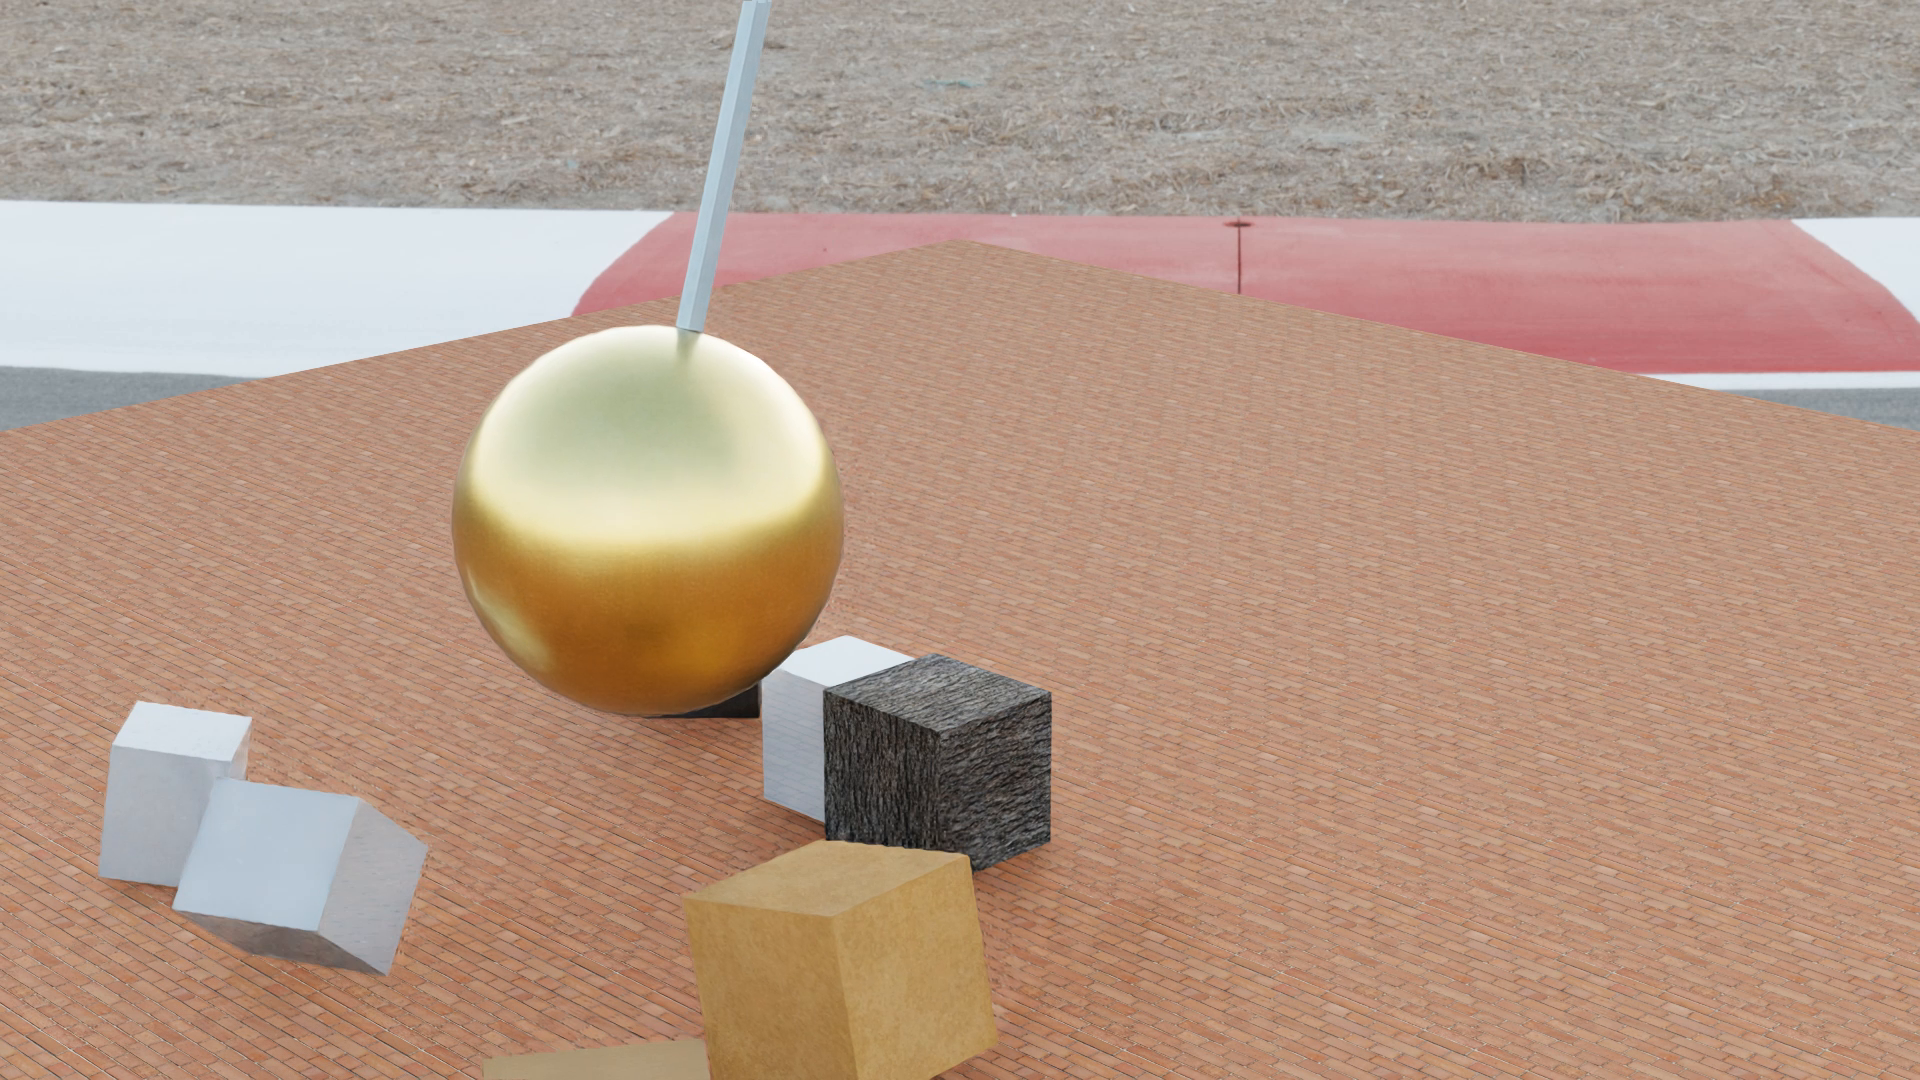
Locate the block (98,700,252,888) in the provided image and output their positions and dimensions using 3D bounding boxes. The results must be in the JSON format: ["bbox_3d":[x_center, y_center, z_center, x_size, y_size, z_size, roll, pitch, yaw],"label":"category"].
[{"bbox_3d":[-3.582,1.169,13.405,0.523,0.646,0.546,9,17,-6],"label":"block"}]

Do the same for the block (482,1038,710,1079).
[{"bbox_3d":[-1.182,2.241,9.788,0.746,0.762,0.795,-3,25,-11],"label":"block"}]

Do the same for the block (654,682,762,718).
[{"bbox_3d":[-1.363,0.512,15.547,0.613,0.701,0.585,0,17,-1],"label":"block"}]

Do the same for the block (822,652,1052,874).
[{"bbox_3d":[-0.106,1.059,13.720,0.776,0.752,0.729,17,24,42],"label":"block"}]

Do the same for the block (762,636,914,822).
[{"bbox_3d":[-0.552,0.927,14.219,0.585,0.705,0.563,17,24,42],"label":"block"}]

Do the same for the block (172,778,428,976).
[{"bbox_3d":[-2.774,1.422,12.371,0.706,0.584,0.625,5,-23,21],"label":"block"}]

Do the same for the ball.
[{"bbox_3d":[-1.270,-0.078,11.986,1.600,1.600,1.600,0,17,0],"label":"ball"}]

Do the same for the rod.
[{"bbox_3d":[-0.550,-3.388,11.700,0.080,5.200,0.080,17,7,42],"label":"rod"}]

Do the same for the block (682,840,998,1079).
[{"bbox_3d":[-0.465,1.682,11.451,0.823,0.774,0.768,0,13,43],"label":"block"}]
